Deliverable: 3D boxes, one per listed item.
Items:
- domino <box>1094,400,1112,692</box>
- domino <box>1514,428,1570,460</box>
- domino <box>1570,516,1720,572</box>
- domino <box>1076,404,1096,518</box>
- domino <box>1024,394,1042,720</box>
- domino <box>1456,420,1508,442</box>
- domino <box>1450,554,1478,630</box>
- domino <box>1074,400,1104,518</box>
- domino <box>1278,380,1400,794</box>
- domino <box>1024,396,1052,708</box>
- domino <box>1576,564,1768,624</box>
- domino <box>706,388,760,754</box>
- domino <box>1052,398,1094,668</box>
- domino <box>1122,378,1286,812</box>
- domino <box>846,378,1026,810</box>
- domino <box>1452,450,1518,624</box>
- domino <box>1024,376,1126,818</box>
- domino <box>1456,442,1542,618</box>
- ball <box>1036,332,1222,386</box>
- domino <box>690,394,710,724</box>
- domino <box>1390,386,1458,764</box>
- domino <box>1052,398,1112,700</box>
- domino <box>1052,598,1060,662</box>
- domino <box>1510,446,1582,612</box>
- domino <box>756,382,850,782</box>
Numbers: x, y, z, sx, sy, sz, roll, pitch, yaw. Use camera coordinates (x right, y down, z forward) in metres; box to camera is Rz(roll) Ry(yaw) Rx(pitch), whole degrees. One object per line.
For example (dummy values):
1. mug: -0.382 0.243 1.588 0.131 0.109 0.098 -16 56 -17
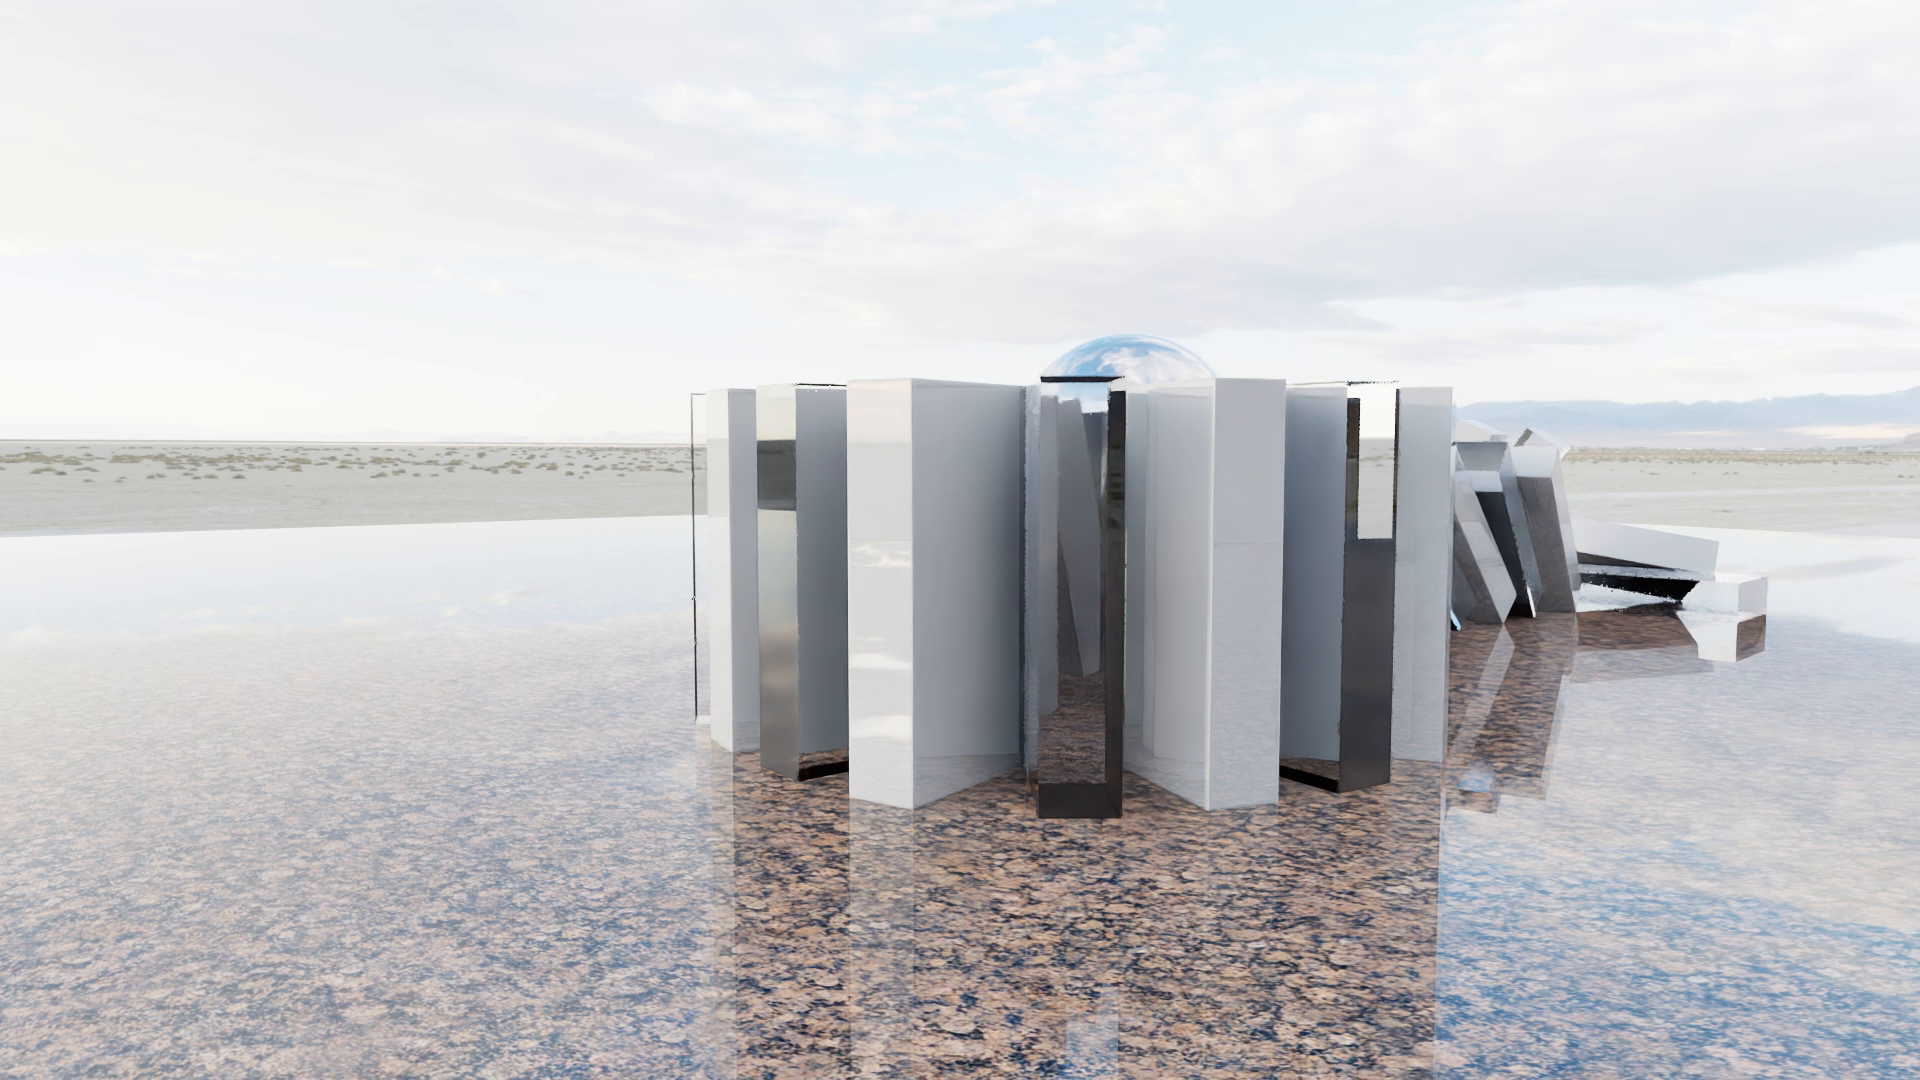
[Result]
1. domino: 0.030 0.000 0.228 0.010 0.050 0.025 0 4 -1
2. domino: 0.151 -0.008 0.364 0.009 0.050 0.025 40 23 24
3. domino: 0.177 0.003 0.353 0.050 0.009 0.025 12 -12 21
4. domino: 0.034 -0.002 0.261 0.009 0.050 0.025 -18 13 -28
5. domino: 0.000 0.002 0.200 0.025 0.050 0.009 0 5 1
6. domino: 0.140 -0.010 0.373 0.010 0.050 0.025 31 19 27
7. domino: 0.096 -0.001 0.294 0.010 0.050 0.025 -48 27 -22
8. domino: 0.025 -0.002 0.257 0.010 0.050 0.025 -18 13 -30
9. domino: 0.043 0.005 0.167 0.009 0.050 0.025 -3 5 -33
10. domino: 0.002 0.001 0.214 0.025 0.050 0.010 2 5 24
11. domino: 0.176 0.013 0.331 0.025 0.009 0.050 -4 6 -44
12. domino: -0.023 0.004 0.185 0.025 0.050 0.010 -2 5 -29
13. domino: 0.015 -0.002 0.252 0.010 0.050 0.025 -18 14 -33
14. domino: 0.029 0.006 0.160 0.010 0.050 0.025 -2 5 -21
15. domino: -0.002 0.006 0.160 0.010 0.050 0.025 3 5 34
16. domino: 0.110 -0.002 0.301 0.025 0.050 0.009 5 49 47
17. domino: 0.013 0.006 0.156 0.009 0.050 0.025 0 4 -1
18. domino: 0.122 -0.002 0.309 0.025 0.050 0.010 4 49 38
19. ball: 0.057 -0.030 0.438 0.080 0.080 0.080 0 4 0
20. domino: -0.029 0.003 0.200 0.025 0.050 0.010 -1 4 -8
21. domino: 0.055 0.004 0.178 0.025 0.050 0.010 2 5 25
22. domino: 0.015 0.001 0.224 0.009 0.050 0.025 -3 6 -29
23. domino: 0.005 -0.001 0.247 0.009 0.050 0.025 -15 12 -34
24. domino: 0.137 -0.002 0.318 0.025 0.009 0.050 3 -39 35
25. domino: -0.014 0.005 0.172 0.025 0.050 0.010 -3 6 -39
